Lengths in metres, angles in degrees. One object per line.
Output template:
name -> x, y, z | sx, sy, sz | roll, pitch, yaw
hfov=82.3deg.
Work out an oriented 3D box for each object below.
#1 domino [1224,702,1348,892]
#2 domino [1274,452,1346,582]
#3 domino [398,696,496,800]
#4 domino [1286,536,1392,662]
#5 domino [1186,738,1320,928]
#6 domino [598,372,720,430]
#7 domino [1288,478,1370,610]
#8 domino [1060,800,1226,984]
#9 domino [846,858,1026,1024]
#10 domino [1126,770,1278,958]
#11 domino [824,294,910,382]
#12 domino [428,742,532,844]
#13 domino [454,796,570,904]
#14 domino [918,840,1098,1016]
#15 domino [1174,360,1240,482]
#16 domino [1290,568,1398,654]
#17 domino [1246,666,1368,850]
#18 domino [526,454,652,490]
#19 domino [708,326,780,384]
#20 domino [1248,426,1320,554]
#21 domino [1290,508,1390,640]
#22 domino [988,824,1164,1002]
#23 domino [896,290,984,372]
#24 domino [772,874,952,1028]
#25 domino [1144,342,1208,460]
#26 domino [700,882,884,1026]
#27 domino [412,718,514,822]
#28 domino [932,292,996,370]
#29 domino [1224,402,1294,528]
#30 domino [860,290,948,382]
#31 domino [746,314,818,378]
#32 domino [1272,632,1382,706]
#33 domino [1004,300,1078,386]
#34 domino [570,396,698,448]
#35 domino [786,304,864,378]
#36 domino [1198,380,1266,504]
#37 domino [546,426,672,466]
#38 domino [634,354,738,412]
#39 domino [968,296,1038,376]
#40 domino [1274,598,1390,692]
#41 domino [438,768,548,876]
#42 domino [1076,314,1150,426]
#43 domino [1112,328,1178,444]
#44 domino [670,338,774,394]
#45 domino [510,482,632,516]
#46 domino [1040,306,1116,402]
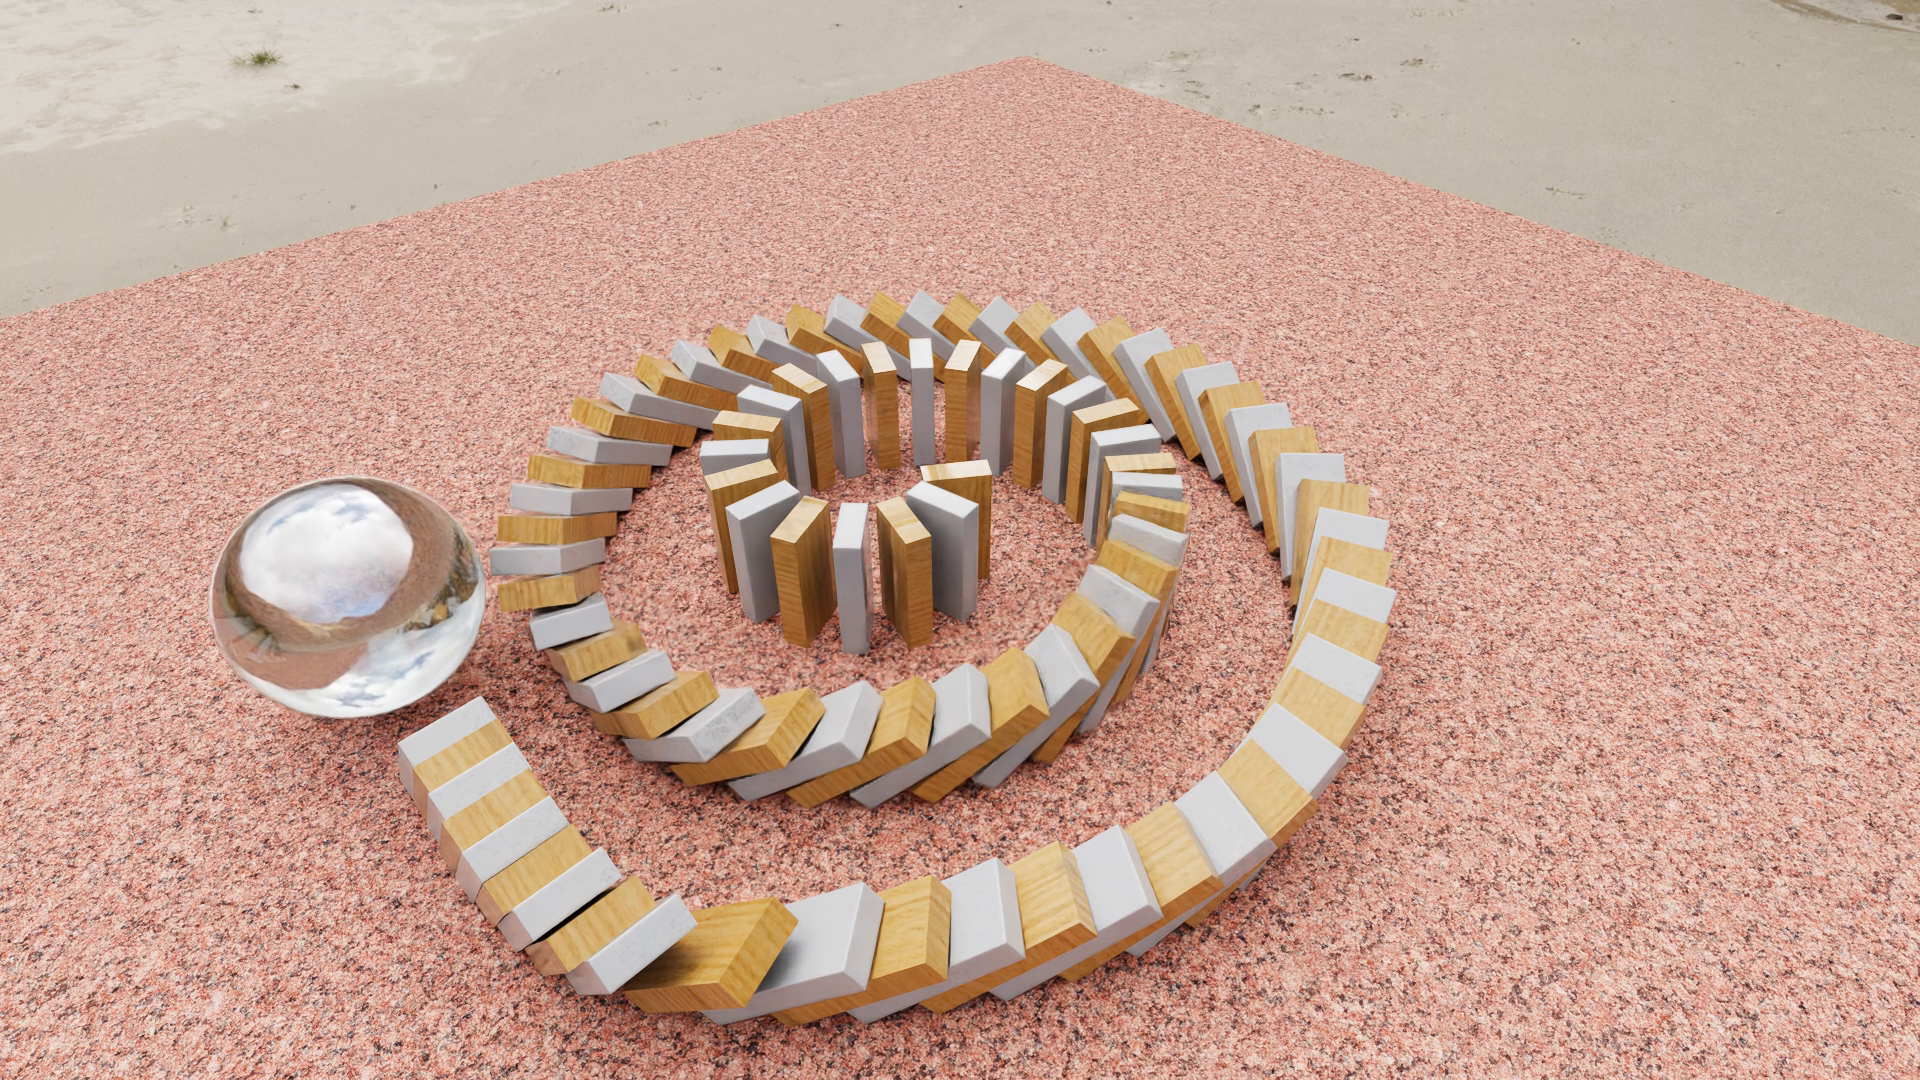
domino -> 0.090, 0.076, 0.329 | 0.050, 0.010, 0.025 | -50, 53, -3
domino -> 0.139, -0.009, 0.433 | 0.025, 0.009, 0.050 | 1, 74, 1
domino -> -0.156, 0.065, 0.335 | 0.025, 0.050, 0.010 | -33, 84, -34
domino -> 0.135, 0.026, 0.391 | 0.025, 0.009, 0.050 | 16, 76, 18
domino -> 0.076, 0.085, 0.319 | 0.050, 0.010, 0.025 | -44, 49, 2
domino -> -0.134, -0.062, 0.498 | 0.025, 0.010, 0.050 | 33, 15, 35
domino -> 0.141, 0.003, 0.419 | 0.025, 0.010, 0.050 | 7, 74, 8
domino -> 0.045, 0.097, 0.304 | 0.050, 0.010, 0.025 | -36, 42, 10
domino -> -0.008, 0.107, 0.293 | 0.050, 0.009, 0.025 | -29, 36, 17
domino -> 0.061, 0.091, 0.311 | 0.050, 0.010, 0.025 | -40, 45, 6
domino -> -0.042, -0.100, 0.544 | 0.050, 0.009, 0.025 | 28, 33, -21
domino -> -0.141, 0.076, 0.322 | 0.025, 0.050, 0.009 | -33, 84, -34
domino -> -0.126, 0.087, 0.308 | 0.025, 0.050, 0.010 | -33, 85, -34
domino -> 0.010, 0.104, 0.296 | 0.050, 0.010, 0.025 | -32, 38, 14
domino -> 0.116, -0.053, 0.487 | 0.025, 0.010, 0.050 | -13, 75, -16
domino -> 0.129, 0.037, 0.377 | 0.025, 0.009, 0.050 | 20, 77, 23
domino -> 0.101, 0.067, 0.341 | 0.025, 0.009, 0.050 | 31, 82, 32
domino -> -0.153, -0.029, 0.457 | 0.025, 0.009, 0.050 | 11, 6, 14
domino -> -0.093, -0.085, 0.527 | 0.050, 0.010, 0.025 | 16, 26, -38
domino -> 0.135, -0.021, 0.448 | 0.025, 0.010, 0.050 | -4, 73, -5
domino -> 0.139, 0.015, 0.404 | 0.025, 0.010, 0.050 | 13, 75, 15
domino -> 0.028, 0.101, 0.299 | 0.050, 0.009, 0.025 | -33, 40, 13
domino -> -0.006, -0.101, 0.545 | 0.050, 0.010, 0.025 | 35, 40, -11
domino -> -0.026, 0.109, 0.290 | 0.050, 0.009, 0.025 | -26, 34, 22
domino -> 0.106, -0.063, 0.499 | 0.025, 0.009, 0.050 | -18, 77, -21
domino -> -0.045, 0.109, 0.289 | 0.050, 0.010, 0.025 | -24, 31, 26
domino -> -0.149, 0.070, 0.328 | 0.025, 0.050, 0.009 | -33, 84, -34
domino -> 0.012, -0.098, 0.543 | 0.050, 0.010, 0.025 | 38, 42, -8
domino -> 0.130, -0.032, 0.462 | 0.025, 0.009, 0.050 | -8, 74, -10
domino -> -0.024, -0.101, 0.546 | 0.050, 0.010, 0.025 | 32, 36, -16
domino -> -0.077, -0.091, 0.533 | 0.050, 0.009, 0.025 | 18, 28, -34
domino -> 0.112, 0.058, 0.352 | 0.025, 0.010, 0.050 | 27, 80, 29
domino -> 0.047, -0.091, 0.534 | 0.050, 0.010, 0.025 | 45, 49, -1
domino -> -0.143, -0.052, 0.485 | 0.025, 0.010, 0.050 | 24, 10, 27
domino -> -0.060, -0.096, 0.539 | 0.050, 0.010, 0.025 | 22, 30, -29
domino -> 0.123, -0.043, 0.475 | 0.025, 0.010, 0.050 | -11, 74, -14
domino -> -0.149, -0.040, 0.471 | 0.025, 0.009, 0.050 | 17, 8, 19
domino -> -0.122, -0.071, 0.509 | 0.050, 0.010, 0.025 | 11, 22, -48
domino -> 0.030, -0.095, 0.539 | 0.050, 0.010, 0.025 | 41, 45, -5
domino -> 0.121, 0.047, 0.365 | 0.025, 0.010, 0.050 | 22, 78, 25
domino -> -0.134, 0.082, 0.314 | 0.025, 0.050, 0.009 | -33, 84, -34
domino -> 0.080, -0.080, 0.520 | 0.025, 0.009, 0.050 | -31, 83, -32
domino -> 0.094, -0.072, 0.510 | 0.025, 0.009, 0.050 | -23, 79, -26
domino -> -0.108, -0.078, 0.518 | 0.050, 0.010, 0.025 | 13, 24, -43
domino -> -0.155, -0.017, 0.443 | 0.025, 0.010, 0.050 | 7, 5, 9
domino -> 0.064, -0.086, 0.528 | 0.050, 0.010, 0.025 | 49, 52, 2
